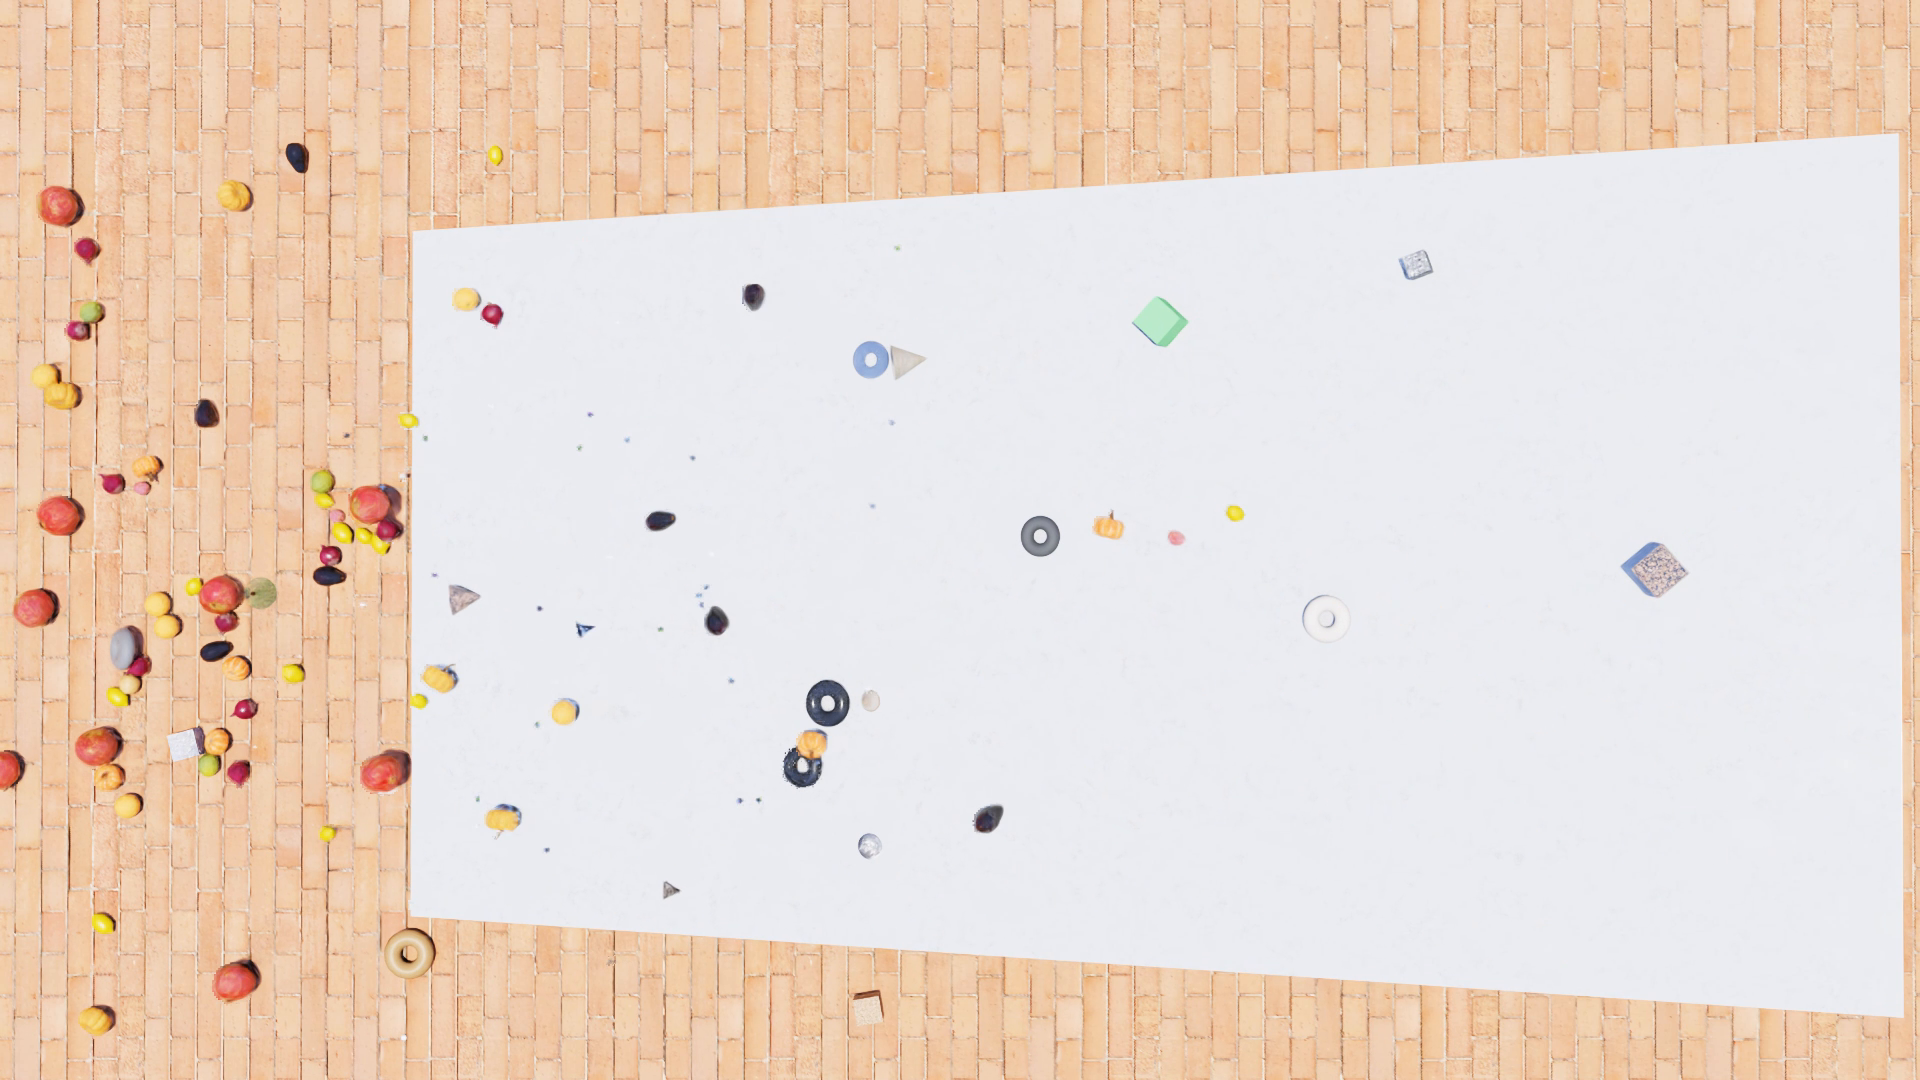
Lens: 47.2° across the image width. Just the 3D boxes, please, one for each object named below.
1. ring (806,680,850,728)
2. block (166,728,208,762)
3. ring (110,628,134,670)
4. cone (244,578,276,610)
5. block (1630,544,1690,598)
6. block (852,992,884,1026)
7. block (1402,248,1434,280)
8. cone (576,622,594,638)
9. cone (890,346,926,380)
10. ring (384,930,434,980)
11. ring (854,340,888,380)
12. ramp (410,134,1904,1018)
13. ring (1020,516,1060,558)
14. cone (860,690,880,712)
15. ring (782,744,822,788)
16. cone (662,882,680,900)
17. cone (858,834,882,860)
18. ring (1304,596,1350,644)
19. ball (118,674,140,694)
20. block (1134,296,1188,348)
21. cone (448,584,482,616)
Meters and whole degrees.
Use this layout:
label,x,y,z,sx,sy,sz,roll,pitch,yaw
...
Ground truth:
label,x,y,z,sx,sy,sz,roll,pitch,yaw
ring,-0.356,0.440,5.911,0.127,0.042,0.127,0,90,20
block,-2.272,0.601,6.469,0.078,0.078,0.078,-15,89,0
ring,-2.461,0.319,6.459,0.042,0.126,0.126,3,89,-41
cone,-2.072,0.157,6.465,0.097,0.097,0.097,0,89,0
block,1.631,0.073,5.118,0.091,0.091,0.091,-43,75,15
block,-0.269,1.376,6.460,0.076,0.076,0.076,-10,89,0
block,1.114,-0.669,5.348,0.054,0.054,0.054,-20,82,20
cone,-1.052,0.249,6.194,0.050,0.050,0.050,-14,89,-6
cone,-0.132,-0.476,5.835,0.096,0.096,0.096,-8,89,-6
ring,-1.622,1.220,6.476,0.146,0.049,0.146,0,88,-1
ring,-0.238,-0.482,5.882,0.104,0.035,0.104,0,90,20
ramp,0.282,0.088,5.744,4.000,0.100,2.000,0,89,21
ring,0.208,-0.009,5.702,0.108,0.036,0.108,0,90,21
cone,-0.250,0.431,5.861,0.058,0.058,0.058,0,89,21
ring,-0.425,0.611,5.938,0.116,0.039,0.116,-1,88,22
cone,-0.794,0.971,6.084,0.053,0.053,0.053,-4,89,-16
cone,-0.254,0.819,5.851,0.071,0.071,0.071,0,89,21
ring,0.906,0.196,5.426,0.118,0.039,0.118,-1,87,21
ball,-2.449,0.424,6.480,0.060,0.060,0.060,0,89,0
block,0.509,-0.552,5.564,0.087,0.087,0.087,45,104,16
cone,-1.417,0.167,6.327,0.092,0.092,0.092,-7,89,-6
